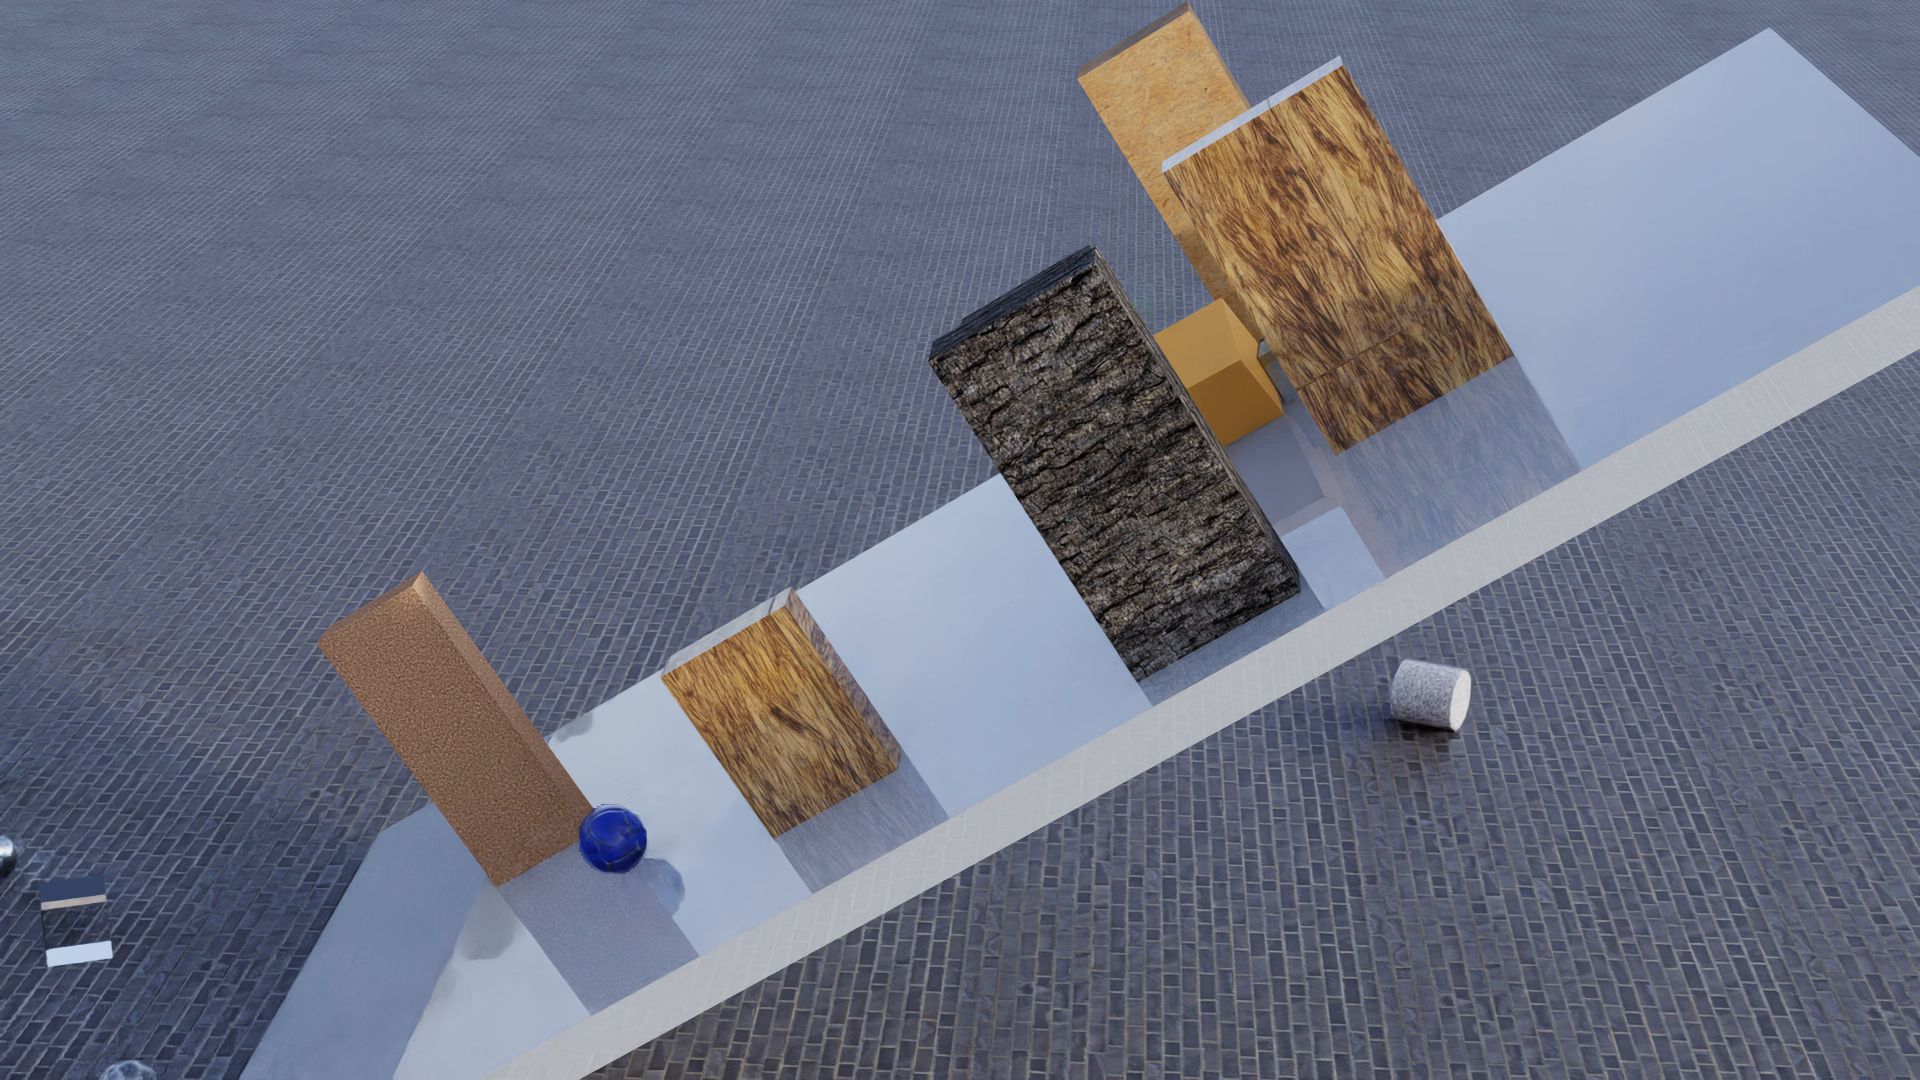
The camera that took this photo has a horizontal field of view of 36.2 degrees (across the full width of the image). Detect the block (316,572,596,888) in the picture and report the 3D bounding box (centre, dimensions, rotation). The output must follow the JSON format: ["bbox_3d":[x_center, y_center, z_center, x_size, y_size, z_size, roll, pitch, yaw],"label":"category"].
[{"bbox_3d":[-1.115,0.426,6.554,0.263,0.690,0.093,-30,15,13],"label":"block"}]

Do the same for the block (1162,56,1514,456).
[{"bbox_3d":[0.746,-0.556,5.803,0.403,0.674,0.103,-30,15,13],"label":"block"}]

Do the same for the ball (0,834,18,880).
[{"bbox_3d":[-2.497,0.817,7.589,0.126,0.126,0.126,0,20,0],"label":"ball"}]

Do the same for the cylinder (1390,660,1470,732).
[{"bbox_3d":[1.366,0.451,8.531,0.179,0.179,0.179,10,22,26],"label":"cylinder"}]

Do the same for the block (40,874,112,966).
[{"bbox_3d":[-2.171,0.934,7.221,0.154,0.154,0.154,-6,21,-17],"label":"block"}]

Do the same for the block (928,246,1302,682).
[{"bbox_3d":[0.285,-0.134,5.345,0.347,0.718,0.133,-30,15,13],"label":"block"}]

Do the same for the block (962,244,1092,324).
[{"bbox_3d":[0.272,-0.350,6.504,0.334,0.490,0.149,-30,15,13],"label":"block"}]

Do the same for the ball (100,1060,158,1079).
[{"bbox_3d":[-1.828,1.213,6.467,0.138,0.138,0.138,0,20,0],"label":"ball"}]

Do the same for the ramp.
[{"bbox_3d":[0.141,0.169,6.291,4.000,0.100,2.000,-30,15,13],"label":"ramp"}]

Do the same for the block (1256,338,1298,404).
[{"bbox_3d":[0.732,-0.394,6.404,0.122,0.122,0.122,-28,16,18],"label":"block"}]

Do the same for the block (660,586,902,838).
[{"bbox_3d":[-0.350,0.341,5.790,0.294,0.402,0.105,-30,15,13],"label":"block"}]

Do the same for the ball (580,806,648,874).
[{"bbox_3d":[-0.728,0.629,6.180,0.141,0.141,0.141,0,20,0],"label":"ball"}]

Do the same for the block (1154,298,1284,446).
[{"bbox_3d":[0.546,-0.351,6.361,0.201,0.201,0.201,-29,43,18],"label":"block"}]

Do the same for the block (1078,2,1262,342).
[{"bbox_3d":[0.597,-0.820,6.754,0.290,0.773,0.142,-30,15,13],"label":"block"}]
